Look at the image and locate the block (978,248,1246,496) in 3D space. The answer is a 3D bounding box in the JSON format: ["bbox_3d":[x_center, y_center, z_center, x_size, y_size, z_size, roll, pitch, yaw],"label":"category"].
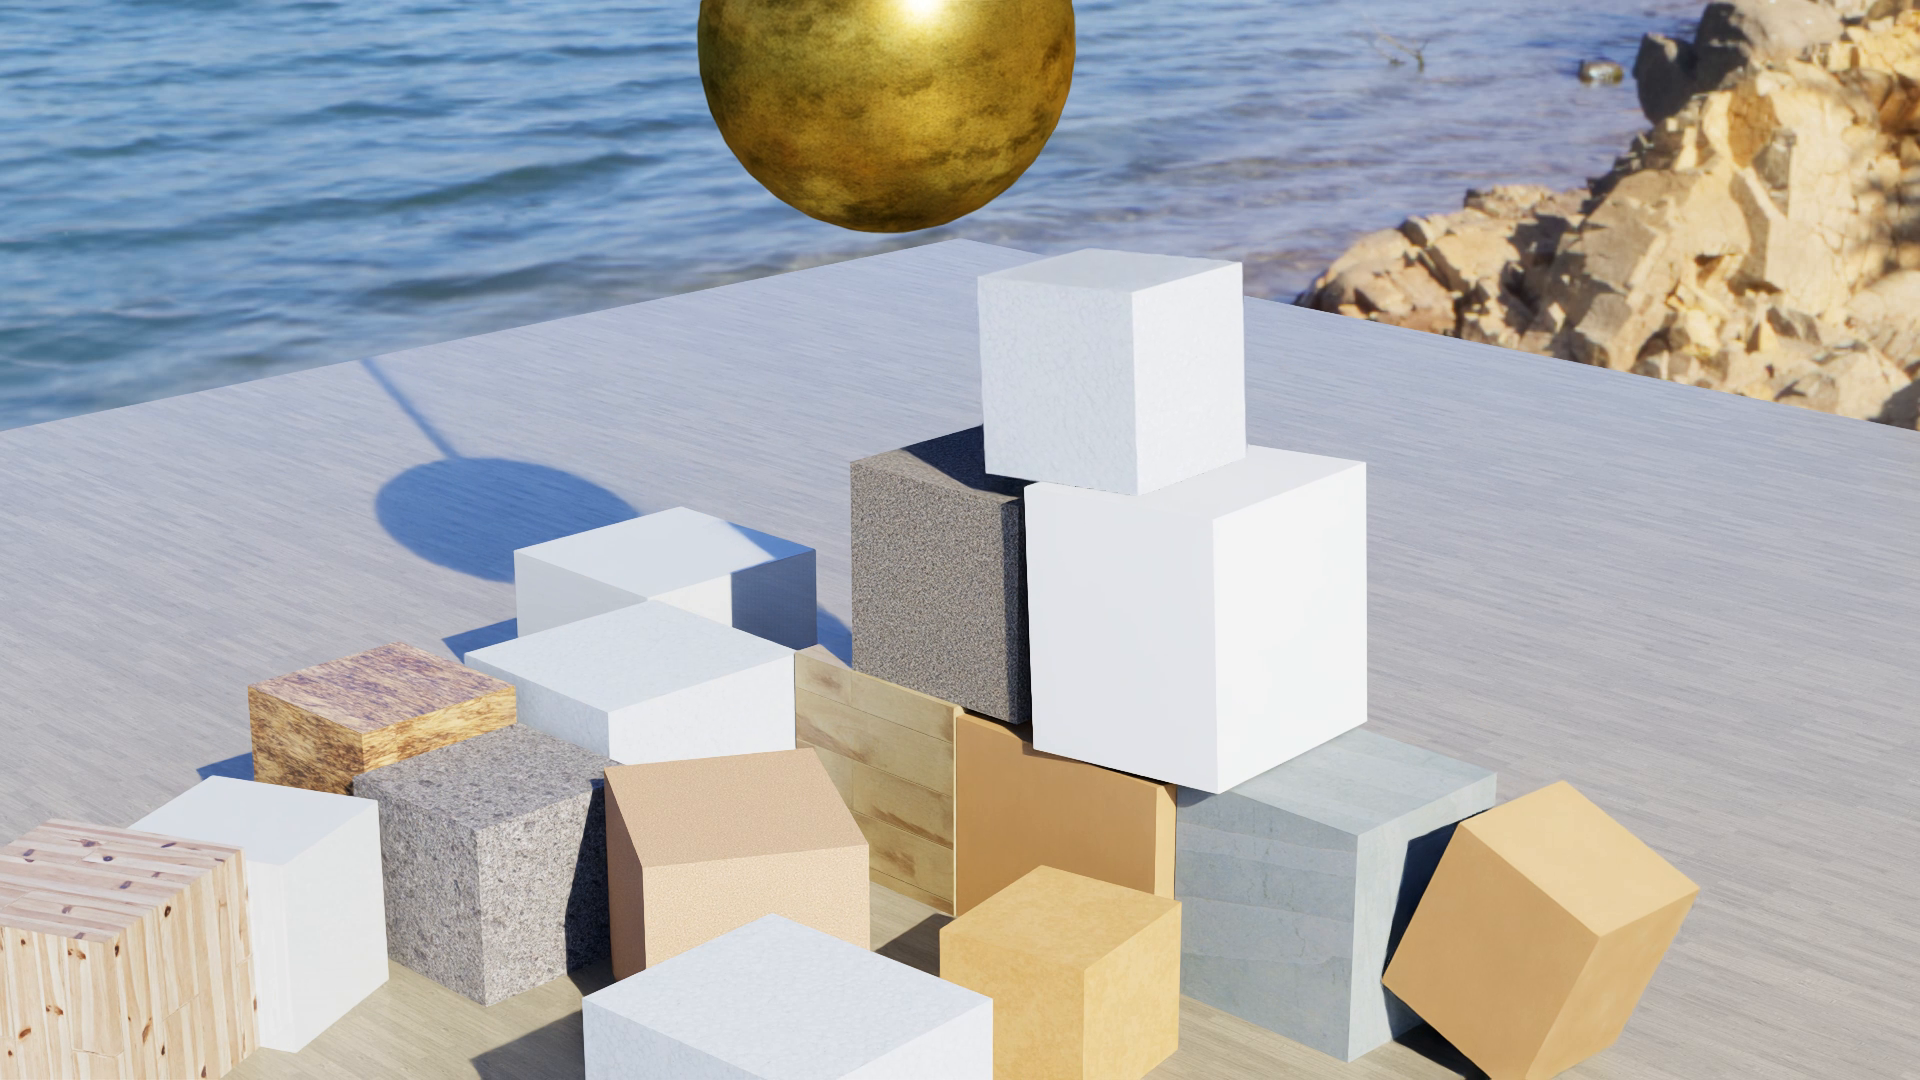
[{"bbox_3d":[0.639,-0.719,12.261,0.801,0.837,0.758,10,20,39],"label":"block"}]

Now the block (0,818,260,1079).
[{"bbox_3d":[-3.403,1.716,11.429,0.896,0.873,0.936,6,18,19],"label":"block"}]

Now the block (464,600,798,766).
[{"bbox_3d":[-1.503,0.980,13.612,1.117,0.968,1.071,-16,24,-42],"label":"block"}]

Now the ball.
[{"bbox_3d":[-0.309,-2.096,12.359,1.600,1.600,1.600,0,17,0],"label":"ball"}]

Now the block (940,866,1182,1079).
[{"bbox_3d":[0.400,1.781,11.597,0.655,0.647,0.741,11,21,32],"label":"block"}]

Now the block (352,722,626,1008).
[{"bbox_3d":[-1.971,1.378,12.641,0.857,0.791,0.891,16,23,41],"label":"block"}]

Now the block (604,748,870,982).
[{"bbox_3d":[-0.923,1.511,11.998,0.891,0.923,1.068,-4,18,-14],"label":"block"}]

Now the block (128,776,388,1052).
[{"bbox_3d":[-2.920,1.530,12.114,0.802,0.816,0.718,6,19,19],"label":"block"}]

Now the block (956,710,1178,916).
[{"bbox_3d":[0.804,1.219,12.889,1.157,0.945,1.156,-17,24,-42],"label":"block"}]

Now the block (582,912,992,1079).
[{"bbox_3d":[-0.593,2.041,10.213,1.064,0.981,0.926,15,23,39],"label":"block"}]

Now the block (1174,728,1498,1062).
[{"bbox_3d":[1.548,1.422,12.180,0.928,0.983,0.928,-17,24,-42],"label":"block"}]

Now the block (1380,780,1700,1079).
[{"bbox_3d":[2.288,1.564,11.590,0.717,0.832,0.711,-14,44,-44],"label":"block"}]

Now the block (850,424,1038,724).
[{"bbox_3d":[0.206,0.119,13.052,0.999,0.973,0.950,16,23,41],"label":"block"}]

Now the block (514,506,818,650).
[{"bbox_3d":[-1.501,0.518,15.063,1.100,0.980,1.070,-17,24,-42],"label":"block"}]

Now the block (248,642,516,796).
[{"bbox_3d":[-2.577,1.110,13.198,0.863,0.969,0.821,16,23,41],"label":"block"}]

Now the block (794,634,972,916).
[{"bbox_3d":[0.029,0.965,13.629,1.031,0.987,1.194,17,24,42],"label":"block"}]

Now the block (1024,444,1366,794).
[{"bbox_3d":[1.003,0.279,12.317,0.960,1.143,1.079,11,20,40],"label":"block"}]
